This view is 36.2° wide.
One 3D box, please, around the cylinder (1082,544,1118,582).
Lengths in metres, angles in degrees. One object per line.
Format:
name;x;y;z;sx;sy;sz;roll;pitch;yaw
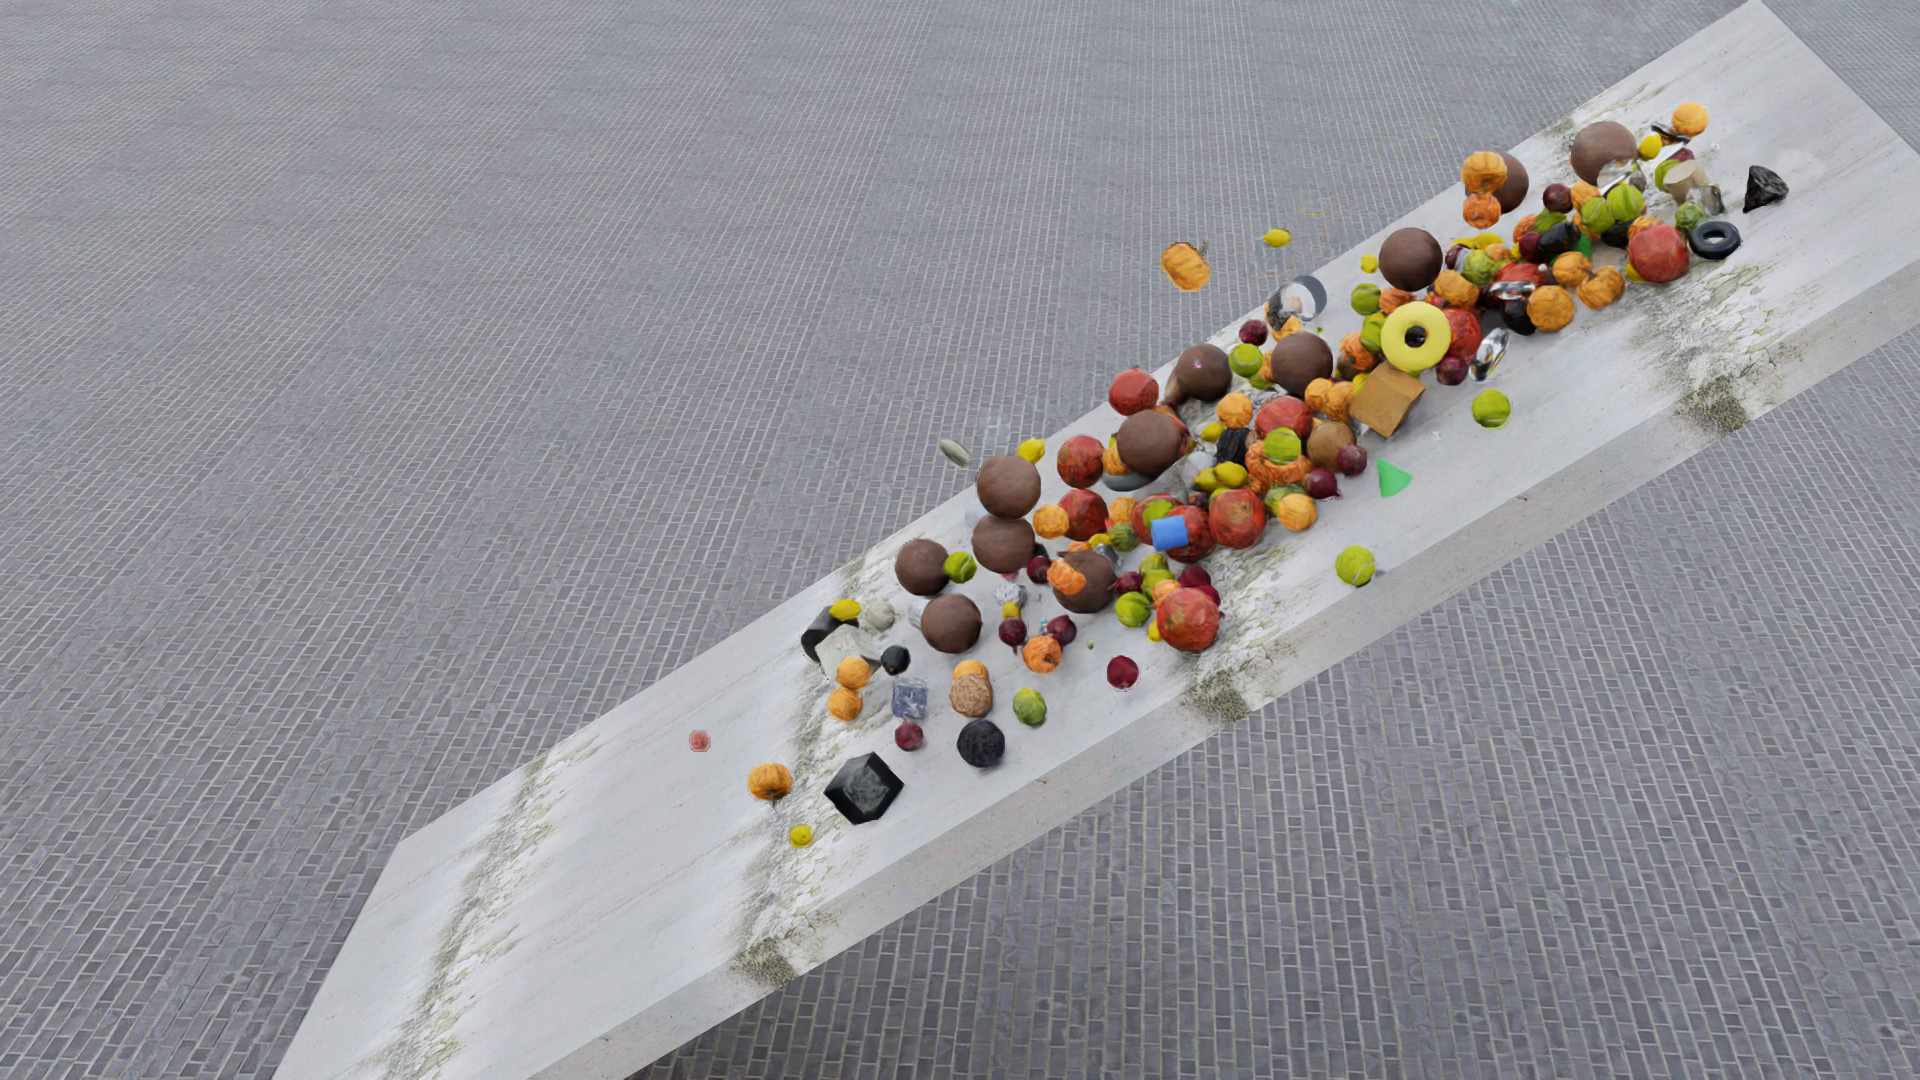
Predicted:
cylinder;0.287;0.047;6.018;0.057;0.057;0.057;8;36;20

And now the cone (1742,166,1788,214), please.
cone;1.501;-0.646;5.546;0.086;0.086;0.086;19;40;-16

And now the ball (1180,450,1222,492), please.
ball;0.501;-0.142;6.100;0.087;0.087;0.087;0;21;0

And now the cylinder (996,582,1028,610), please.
cylinder;0.109;0.118;6.176;0.054;0.054;0.054;9;0;21

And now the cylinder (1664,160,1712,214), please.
cylinder;1.427;-0.689;5.745;0.076;0.076;0.076;-32;22;15

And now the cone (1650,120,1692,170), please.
cone;1.411;-0.783;5.922;0.089;0.089;0.089;21;21;-9

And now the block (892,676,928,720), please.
block;-0.103;0.321;6.005;0.065;0.065;0.065;6;15;-6

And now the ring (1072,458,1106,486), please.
ring;0.296;-0.154;6.694;0.087;0.029;0.087;-32;15;10

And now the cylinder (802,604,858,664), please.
cylinder;-0.297;0.217;6.722;0.099;0.099;0.099;9;36;23

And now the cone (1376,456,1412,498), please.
cone;0.793;-0.128;5.461;0.070;0.070;0.070;-33;15;10

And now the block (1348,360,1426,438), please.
block;0.824;-0.272;5.676;0.095;0.095;0.095;35;30;11

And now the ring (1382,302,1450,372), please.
ring;0.875;-0.390;5.645;0.137;0.137;0.046;-2;18;-6

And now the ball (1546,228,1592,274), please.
ball;1.213;-0.576;5.860;0.089;0.089;0.089;0;21;0

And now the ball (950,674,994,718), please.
ball;0.023;0.307;5.789;0.087;0.087;0.087;0;21;0

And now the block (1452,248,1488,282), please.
block;1.041;-0.560;6.002;0.052;0.052;0.052;20;-3;-1

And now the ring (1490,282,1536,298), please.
ring;1.066;-0.482;5.673;0.088;0.029;0.088;-2;9;0

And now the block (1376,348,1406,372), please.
block;0.890;-0.371;6.014;0.052;0.052;0.052;-27;17;31

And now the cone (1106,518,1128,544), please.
cone;0.321;-0.027;6.211;0.052;0.052;0.052;-34;15;10

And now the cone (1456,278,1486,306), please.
cone;1.038;-0.514;5.947;0.063;0.063;0.063;0;-21;-1

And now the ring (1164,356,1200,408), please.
ring;0.509;-0.363;6.753;0.042;0.127;0.127;25;18;-11

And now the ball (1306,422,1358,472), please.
ball;0.723;-0.181;5.713;0.100;0.100;0.100;0;21;0

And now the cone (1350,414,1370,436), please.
cone;0.784;-0.243;5.794;0.054;0.054;0.054;42;18;-11

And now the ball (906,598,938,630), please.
ball;-0.083;0.164;6.480;0.068;0.068;0.068;0;21;0

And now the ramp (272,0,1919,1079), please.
ramp;0.137;0.172;6.302;4.000;0.100;2.000;-32;16;15

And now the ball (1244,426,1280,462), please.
ball;0.601;-0.191;5.851;0.069;0.069;0.069;0;21;0

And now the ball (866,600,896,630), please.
ball;-0.181;0.172;6.670;0.067;0.067;0.067;0;21;0

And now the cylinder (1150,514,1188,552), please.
cylinder;0.404;-0.014;5.682;0.060;0.060;0.060;-11;22;-4

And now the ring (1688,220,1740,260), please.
ring;1.400;-0.557;5.456;0.094;0.031;0.094;-8;46;9

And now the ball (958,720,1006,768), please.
ball;0.040;0.382;5.520;0.090;0.090;0.090;0;21;0

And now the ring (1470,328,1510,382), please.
ring;0.978;-0.341;5.431;0.036;0.109;0.109;32;31;17

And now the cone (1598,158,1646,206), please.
cone;1.265;-0.689;5.586;0.092;0.092;0.092;1;-5;4

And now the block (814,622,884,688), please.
block;-0.237;0.249;6.311;0.091;0.091;0.091;25;30;-56

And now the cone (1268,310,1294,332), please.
cone;0.693;-0.478;6.285;0.050;0.050;0.050;-24;29;-21

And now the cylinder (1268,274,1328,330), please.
cylinder;0.763;-0.537;6.648;0.100;0.100;0.100;-9;-10;-22

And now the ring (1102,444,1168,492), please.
ring;0.374;-0.155;6.299;0.149;0.050;0.149;-21;23;10

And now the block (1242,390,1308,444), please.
block;0.639;-0.251;5.985;0.083;0.083;0.083;12;-7;45

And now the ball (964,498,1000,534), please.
ball;0.047;-0.051;6.205;0.073;0.073;0.073;0;21;0

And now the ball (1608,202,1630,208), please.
ball;1.346;-0.711;5.992;0.068;0.068;0.068;0;21;0

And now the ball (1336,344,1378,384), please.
ball;0.822;-0.365;6.085;0.083;0.083;0.083;0;21;0

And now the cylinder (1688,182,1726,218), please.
cylinder;1.425;-0.648;5.613;0.057;0.057;0.057;-15;7;2

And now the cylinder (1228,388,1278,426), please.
cylinder;0.628;-0.260;6.168;0.093;0.093;0.093;-26;6;32

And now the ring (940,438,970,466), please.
ring;-0.012;-0.206;6.958;0.029;0.086;0.086;-49;39;-11

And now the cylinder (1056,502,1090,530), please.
cylinder;0.246;-0.052;6.444;0.052;0.052;0.052;-24;1;41

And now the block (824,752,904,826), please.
block;-0.186;0.481;5.690;0.091;0.091;0.091;-21;24;50

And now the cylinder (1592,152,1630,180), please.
cylinder;1.355;-0.769;6.107;0.060;0.060;0.060;-19;30;-40
